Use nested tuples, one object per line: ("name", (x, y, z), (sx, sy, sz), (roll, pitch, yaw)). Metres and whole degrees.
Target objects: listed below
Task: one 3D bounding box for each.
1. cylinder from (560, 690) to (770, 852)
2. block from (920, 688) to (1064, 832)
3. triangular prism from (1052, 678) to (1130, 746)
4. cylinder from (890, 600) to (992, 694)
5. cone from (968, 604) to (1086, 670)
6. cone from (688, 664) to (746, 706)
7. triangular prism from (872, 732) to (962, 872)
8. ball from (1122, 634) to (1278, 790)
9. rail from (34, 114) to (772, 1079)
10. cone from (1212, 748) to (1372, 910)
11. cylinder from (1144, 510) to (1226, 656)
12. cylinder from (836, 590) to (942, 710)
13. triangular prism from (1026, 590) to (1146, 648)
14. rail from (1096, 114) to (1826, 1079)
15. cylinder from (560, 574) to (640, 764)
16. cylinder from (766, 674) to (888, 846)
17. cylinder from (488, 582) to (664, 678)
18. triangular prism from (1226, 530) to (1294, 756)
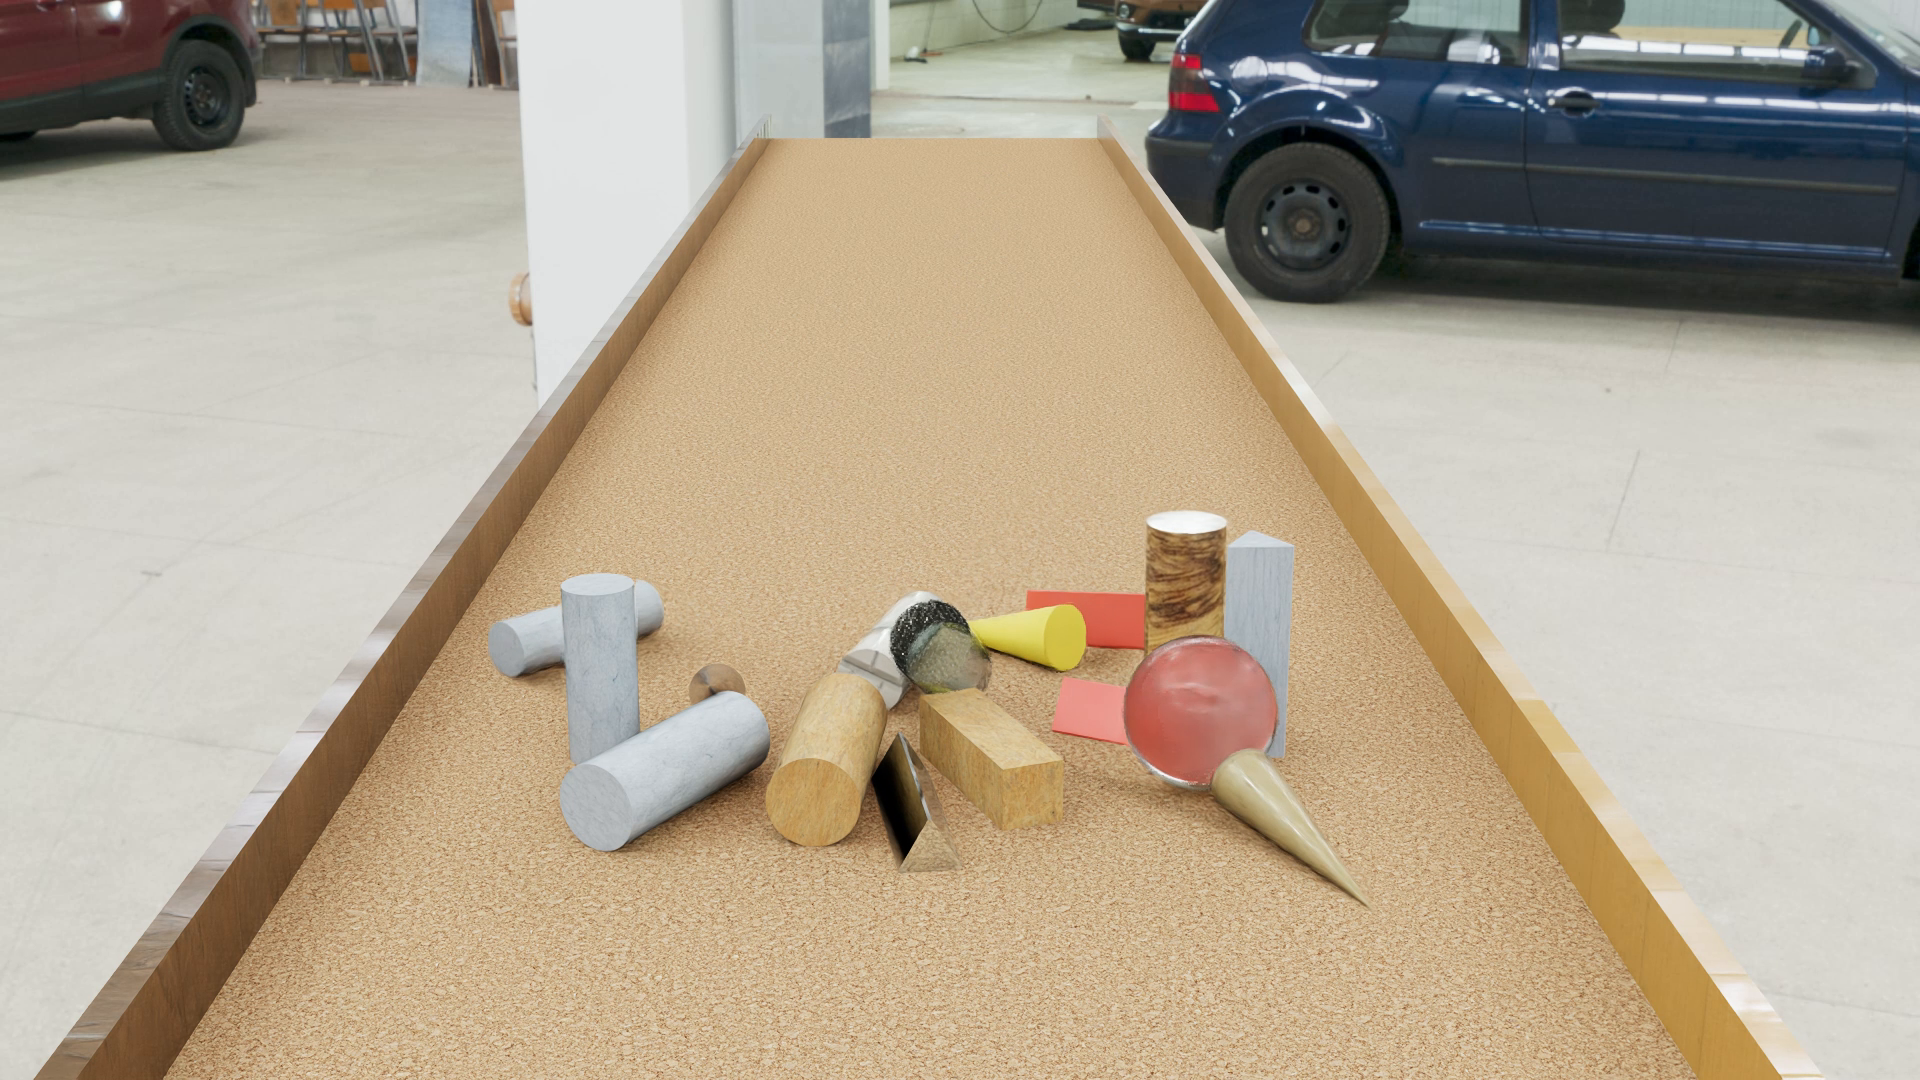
("cylinder", (-0.488, 0.382, 3.682), (0.149, 0.149, 0.383), (9, 19, 29))
("block", (0.049, 0.372, 3.785), (0.109, 0.109, 0.370), (-7, 18, -22))
("triangular prism", (0.327, 0.315, 4.003), (0.303, 0.089, 0.103), (8, 19, 26))
("cylinder", (-0.031, 0.211, 3.991), (0.143, 0.143, 0.382), (2, -10, 7))
("cone", (0.072, 0.189, 4.477), (0.373, 0.132, 0.132), (2, 13, 43))
("cone", (-0.441, 0.266, 3.933), (0.106, 0.106, 0.343), (-1, -5, -4))
("triangular prism", (-0.075, 0.426, 3.633), (0.101, 0.087, 0.377), (-3, 17, -8))
("ball", (0.411, 0.295, 3.767), (0.266, 0.266, 0.266), (0, 17, 0))
("rail", (-1.118, -0.838, 7.780), (0.050, 0.150, 12.000), (0, 17, -1))
("cone", (0.550, 0.482, 3.507), (0.114, 0.114, 0.421), (-7, 25, -21))
("cylinder", (0.425, 0.133, 4.164), (0.150, 0.350, 0.150), (0, 17, 0))
("cylinder", (-0.123, 0.215, 4.278), (0.129, 0.129, 0.365), (4, 17, 14))
("triangular prism", (0.336, 0.156, 4.521), (0.397, 0.098, 0.113), (2, 16, 6))
("rail", (0.932, -0.844, 7.801), (0.050, 0.150, 12.000), (0, 17, -1))
("cylinder", (-0.634, 0.231, 3.887), (0.126, 0.321, 0.126), (0, 17, 0))
("cylinder", (-0.221, 0.366, 3.726), (0.154, 0.154, 0.396), (1, 17, 4))
("cylinder", (-0.769, 0.178, 4.434), (0.111, 0.111, 0.359), (14, 22, 39))
("triangular prism", (0.521, 0.185, 3.916), (0.115, 0.392, 0.099), (0, 17, -2))
